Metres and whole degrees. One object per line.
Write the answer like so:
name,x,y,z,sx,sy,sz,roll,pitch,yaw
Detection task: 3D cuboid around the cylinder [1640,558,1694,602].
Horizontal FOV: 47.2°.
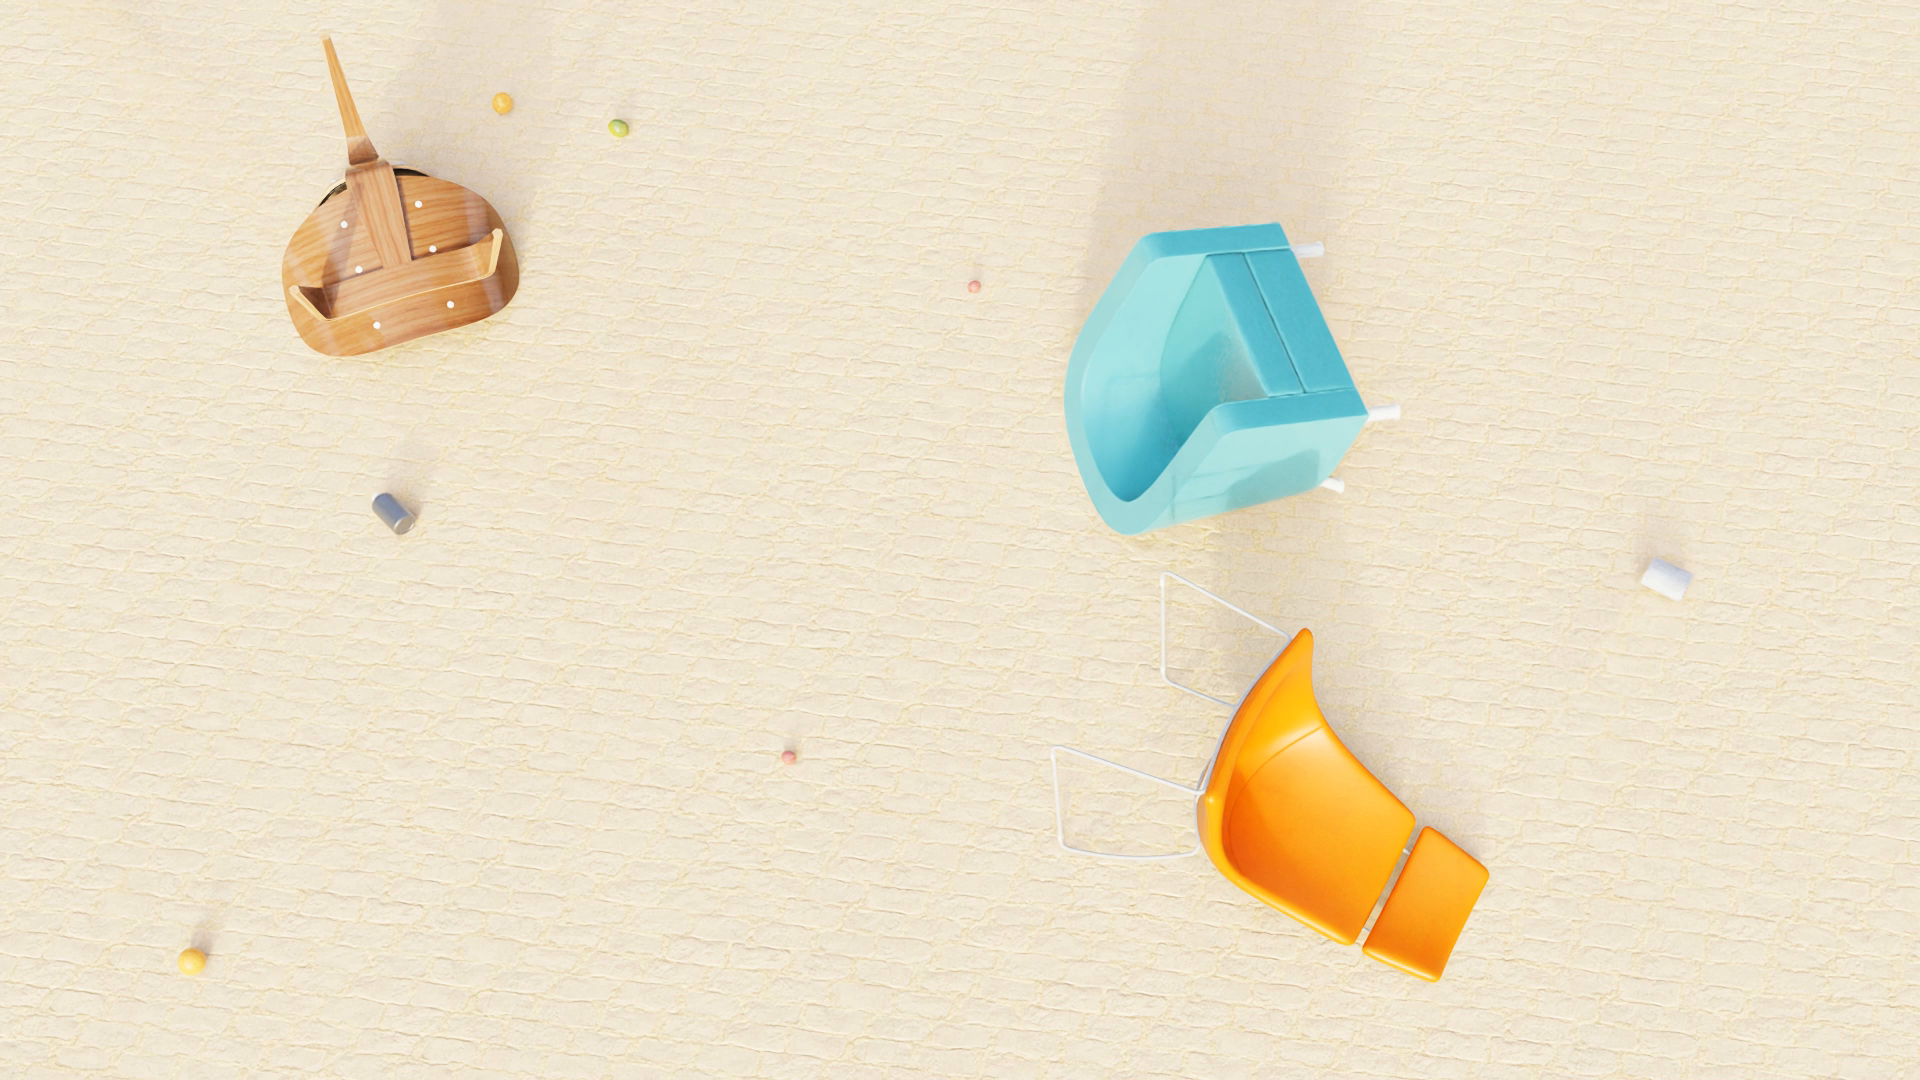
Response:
cylinder,2.076,0.116,6.452,0.122,0.067,0.122,29,44,18
